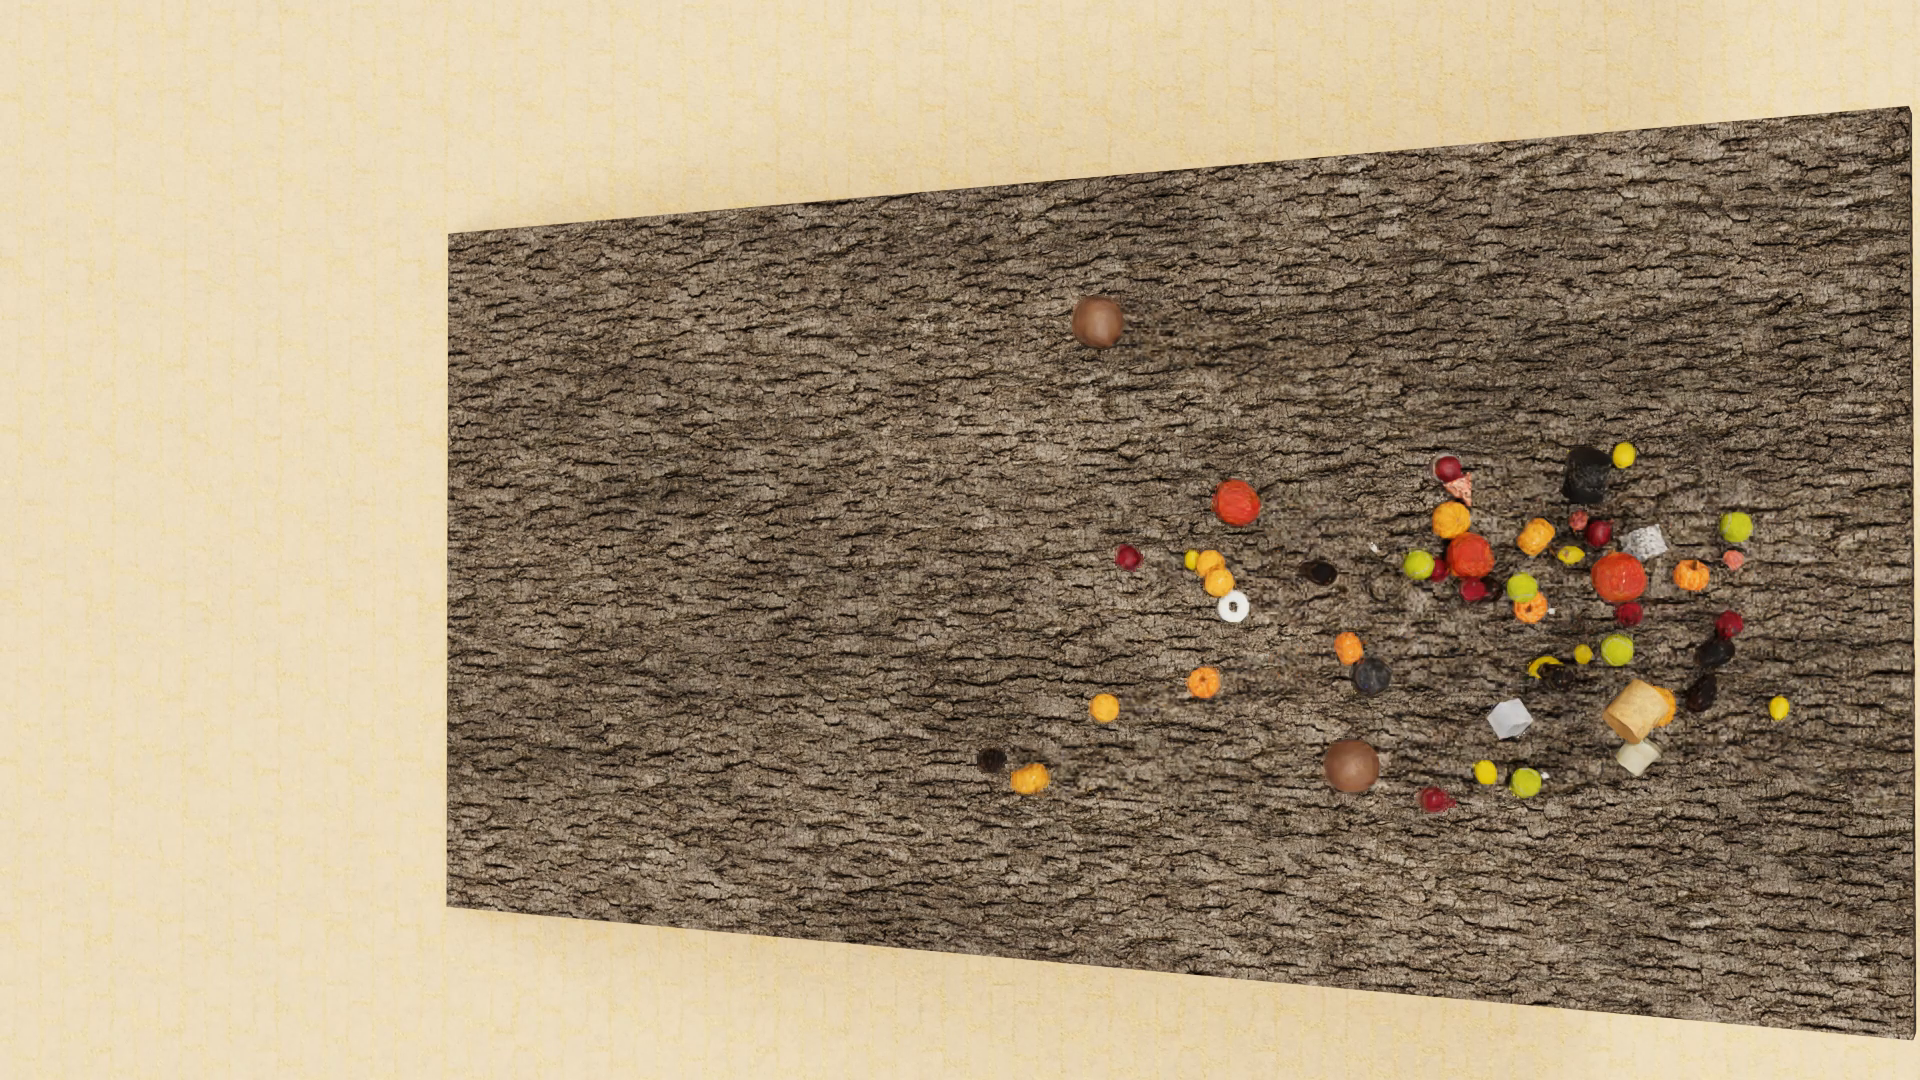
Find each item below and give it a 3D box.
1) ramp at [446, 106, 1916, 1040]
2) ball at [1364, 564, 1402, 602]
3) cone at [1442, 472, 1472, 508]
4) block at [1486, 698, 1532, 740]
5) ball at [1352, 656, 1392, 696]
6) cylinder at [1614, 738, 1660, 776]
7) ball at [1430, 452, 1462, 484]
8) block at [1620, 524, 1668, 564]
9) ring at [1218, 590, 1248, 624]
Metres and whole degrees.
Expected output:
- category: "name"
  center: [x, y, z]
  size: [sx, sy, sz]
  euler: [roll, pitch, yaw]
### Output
- category: "ramp"
  center: [0.278, 0.079, 5.661]
  size: [4.000, 0.100, 2.000]
  euler: [0, 89, 27]
- category: "ball"
  center: [0.998, 0.102, 5.185]
  size: [0.089, 0.089, 0.089]
  euler: [0, 89, 0]
- category: "cone"
  center: [1.170, -0.107, 5.103]
  size: [0.076, 0.076, 0.076]
  euler: [-26, 82, 0]
- category: "block"
  center: [1.260, 0.410, 5.039]
  size: [0.061, 0.061, 0.061]
  euler: [-9, 57, -29]
- category: "ball"
  center: [0.971, 0.321, 5.186]
  size: [0.092, 0.092, 0.092]
  euler: [0, 89, 0]
- category: "cylinder"
  center: [1.517, 0.478, 4.924]
  size: [0.072, 0.072, 0.072]
  euler: [36, 106, 0]
- category: "ball"
  center: [1.132, -0.168, 5.128]
  size: [0.072, 0.072, 0.072]
  euler: [0, 89, 0]
- category: "block"
  center: [1.527, 0.010, 4.914]
  size: [0.064, 0.064, 0.064]
  euler: [-13, 80, -19]
- category: "ring"
  center: [0.670, 0.164, 5.388]
  size: [0.081, 0.027, 0.081]
  euler: [-1, 88, 31]
